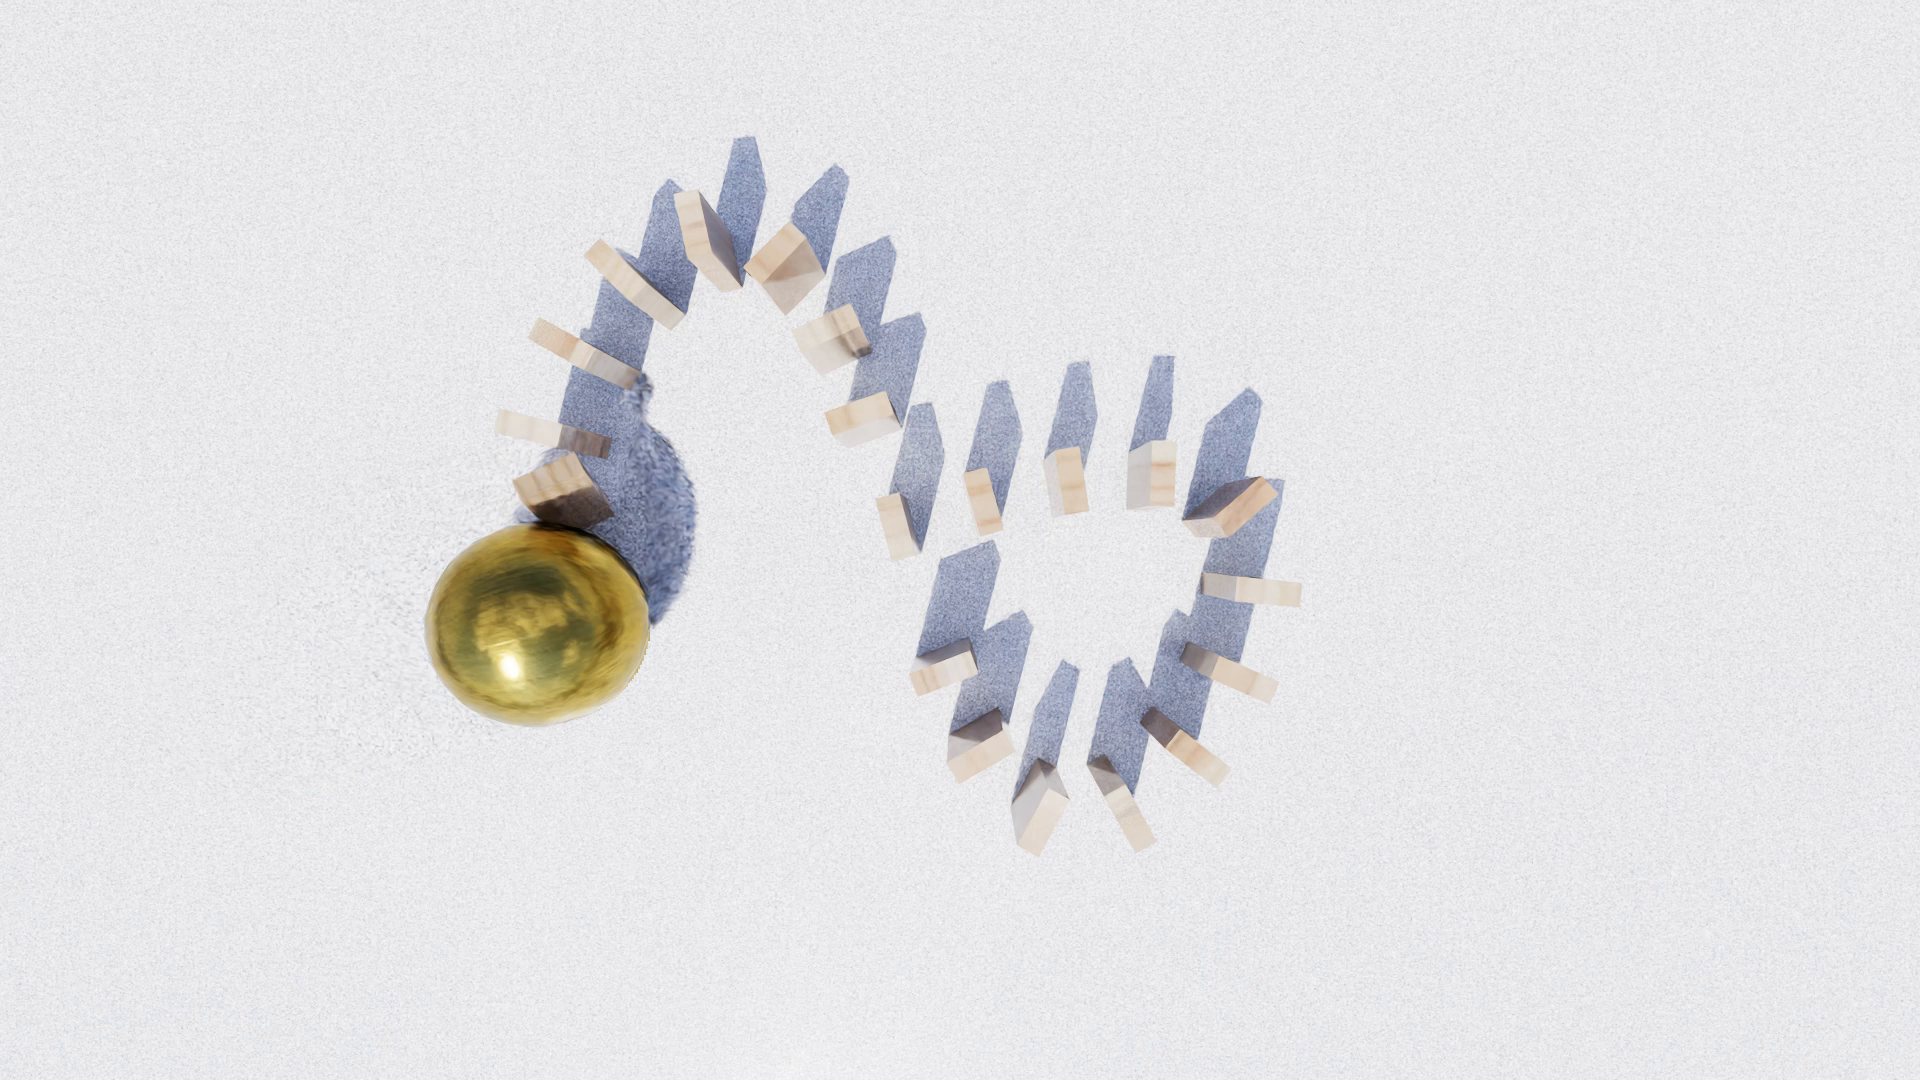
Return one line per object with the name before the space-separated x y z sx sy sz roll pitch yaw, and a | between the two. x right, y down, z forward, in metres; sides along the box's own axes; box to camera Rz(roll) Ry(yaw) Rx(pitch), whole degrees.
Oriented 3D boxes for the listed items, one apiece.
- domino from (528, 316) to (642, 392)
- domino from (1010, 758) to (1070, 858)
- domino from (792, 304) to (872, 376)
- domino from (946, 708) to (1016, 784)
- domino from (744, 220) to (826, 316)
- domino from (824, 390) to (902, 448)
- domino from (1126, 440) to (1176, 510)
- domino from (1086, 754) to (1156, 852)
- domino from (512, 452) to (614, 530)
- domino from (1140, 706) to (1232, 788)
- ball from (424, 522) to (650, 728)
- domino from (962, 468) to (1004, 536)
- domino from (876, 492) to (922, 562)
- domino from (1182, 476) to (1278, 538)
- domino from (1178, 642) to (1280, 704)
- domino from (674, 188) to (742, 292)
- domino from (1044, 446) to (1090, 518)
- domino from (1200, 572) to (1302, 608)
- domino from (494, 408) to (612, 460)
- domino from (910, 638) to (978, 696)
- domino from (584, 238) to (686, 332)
domino | -0.152 -0.075 0.375 0.025 0.050 0.010 29 90 0
domino | 0.032 0.108 0.375 0.009 0.050 0.025 28 90 0
domino | -0.051 -0.081 0.375 0.025 0.050 0.010 -25 90 0
domino | 0.008 0.083 0.375 0.025 0.050 0.010 -30 90 0
domino | -0.071 -0.110 0.375 0.010 0.050 0.025 44 90 0
domino | -0.039 -0.048 0.375 0.025 0.050 0.009 -19 90 0
domino | 0.078 -0.025 0.375 0.009 0.050 0.025 2 90 0
domino | 0.065 0.107 0.375 0.010 0.050 0.025 -29 90 0
domino | -0.160 -0.017 0.372 0.025 0.050 0.010 -29 78 -15
domino | 0.091 0.084 0.375 0.025 0.050 0.010 37 90 0
ball | -0.164 0.033 0.360 0.080 0.080 0.080 0 90 0
domino | 0.009 -0.015 0.375 0.009 0.050 0.025 -16 90 0
domino | -0.025 -0.005 0.375 0.010 0.050 0.025 -15 90 0
domino | 0.109 -0.013 0.375 0.025 0.050 0.009 -41 90 0
domino | 0.109 0.054 0.375 0.025 0.050 0.010 24 90 0
domino | -0.102 -0.121 0.375 0.009 0.050 0.025 -12 90 0
domino | 0.043 -0.023 0.375 0.009 0.050 0.025 -9 90 0
domino | 0.118 0.020 0.375 0.025 0.050 0.009 6 90 0
domino | -0.165 -0.043 0.375 0.025 0.050 0.010 14 90 0
domino | -0.006 0.051 0.375 0.025 0.050 0.010 -21 90 0
domino | -0.132 -0.103 0.375 0.025 0.050 0.009 44 90 0
